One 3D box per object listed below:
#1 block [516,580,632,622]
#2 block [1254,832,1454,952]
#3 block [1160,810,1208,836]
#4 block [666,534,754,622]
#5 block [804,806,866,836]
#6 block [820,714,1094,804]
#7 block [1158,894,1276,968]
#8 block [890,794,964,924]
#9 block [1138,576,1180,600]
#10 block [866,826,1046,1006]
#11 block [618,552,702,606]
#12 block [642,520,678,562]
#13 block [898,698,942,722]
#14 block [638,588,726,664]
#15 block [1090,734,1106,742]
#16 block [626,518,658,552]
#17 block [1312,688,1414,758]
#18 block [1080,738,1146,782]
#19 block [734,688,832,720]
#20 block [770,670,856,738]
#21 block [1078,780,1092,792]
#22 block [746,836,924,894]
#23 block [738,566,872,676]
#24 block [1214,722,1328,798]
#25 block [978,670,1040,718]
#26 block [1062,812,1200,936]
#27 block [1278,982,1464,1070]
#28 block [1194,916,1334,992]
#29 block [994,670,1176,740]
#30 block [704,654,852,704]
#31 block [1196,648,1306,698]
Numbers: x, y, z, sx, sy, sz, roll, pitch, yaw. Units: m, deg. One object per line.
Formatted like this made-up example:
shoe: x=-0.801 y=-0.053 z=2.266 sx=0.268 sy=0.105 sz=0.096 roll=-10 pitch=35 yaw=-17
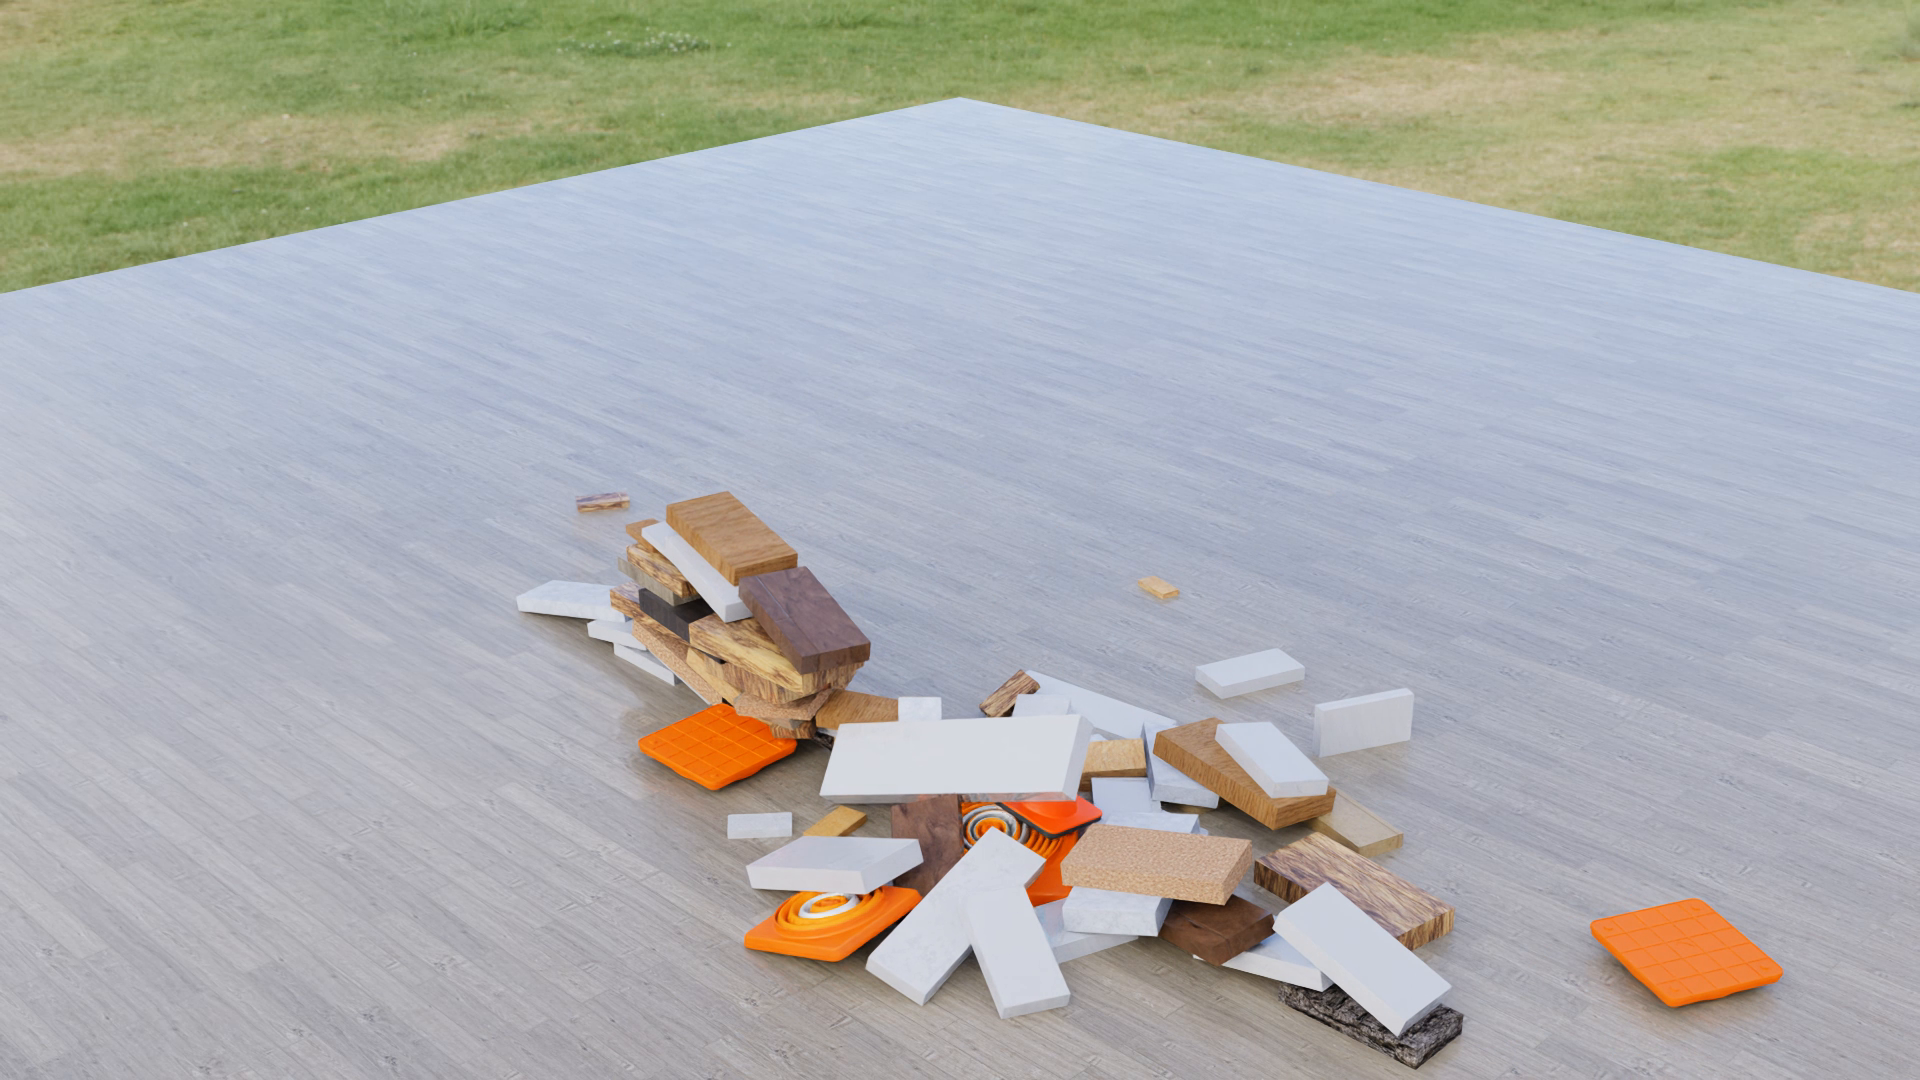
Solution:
block: x=-0.895 y=0.146 z=5.290 sx=0.359 sy=0.036 sz=0.126 roll=4 pitch=21 yaw=36
block: x=0.737 y=0.666 z=4.129 sx=0.172 sy=0.049 sz=0.345 roll=-17 pitch=28 yaw=-34
block: x=0.442 y=0.571 z=4.344 sx=0.101 sy=0.014 sz=0.050 roll=25 pitch=21 yaw=-3
block: x=-0.502 y=0.069 z=4.749 sx=0.154 sy=0.044 sz=0.309 roll=-12 pitch=34 yaw=-28
block: x=-0.248 y=0.573 z=4.388 sx=0.063 sy=0.018 sz=0.127 roll=14 pitch=27 yaw=30
block: x=-0.016 y=0.432 z=4.305 sx=0.614 sy=0.045 sz=0.158 roll=-6 pitch=58 yaw=39
block: x=0.442 y=0.686 z=3.976 sx=0.134 sy=0.038 sz=0.267 roll=-26 pitch=17 yaw=-21
block: x=-0.059 y=0.602 z=4.147 sx=0.132 sy=0.037 sz=0.265 roll=-12 pitch=42 yaw=7
block: x=0.493 y=0.118 z=5.465 sx=0.050 sy=0.014 sz=0.101 roll=-14 pitch=27 yaw=-30
block: x=-0.003 y=0.676 z=3.986 sx=0.123 sy=0.035 sz=0.403 roll=30 pitch=44 yaw=19
block: x=-0.652 y=0.074 z=4.936 sx=0.126 sy=0.036 sz=0.252 roll=-18 pitch=29 yaw=-33
block: x=-0.640 y=0.007 z=4.894 sx=0.070 sy=0.020 sz=0.140 roll=-20 pitch=43 yaw=-36
block: x=-0.081 y=0.417 z=4.465 sx=0.087 sy=0.025 sz=0.210 roll=0 pitch=56 yaw=-2
block: x=-0.543 y=0.165 z=4.828 sx=0.174 sy=0.049 sz=0.347 roll=-18 pitch=29 yaw=-33
block: x=0.312 y=0.455 z=4.617 sx=0.070 sy=0.020 sz=0.140 roll=-7 pitch=31 yaw=-44
block: x=-0.694 y=-0.011 z=4.973 sx=0.070 sy=0.020 sz=0.140 roll=-16 pitch=28 yaw=-30
block: x=0.862 y=0.390 z=4.699 sx=0.222 sy=0.111 sz=0.031 roll=-9 pitch=24 yaw=-19
block: x=0.296 y=0.456 z=4.560 sx=0.175 sy=0.025 sz=0.087 roll=-4 pitch=39 yaw=1
block: x=-0.373 y=0.333 z=4.630 sx=0.191 sy=0.027 sz=0.095 roll=1 pitch=36 yaw=33
block: x=-0.312 y=0.340 z=4.689 sx=0.095 sy=0.027 sz=0.223 roll=-2 pitch=35 yaw=30
block: x=0.270 y=0.483 z=4.597 sx=0.070 sy=0.020 sz=0.140 roll=0 pitch=23 yaw=0
block: x=-0.237 y=0.609 z=4.132 sx=0.315 sy=0.045 sz=0.158 roll=-6 pitch=12 yaw=44
block: x=-0.323 y=0.163 z=4.534 sx=0.154 sy=0.044 sz=0.309 roll=-11 pitch=35 yaw=-27
block: x=0.626 y=0.441 z=4.430 sx=0.123 sy=0.035 sz=0.246 roll=-1 pitch=23 yaw=-22
block: x=0.109 y=0.345 z=4.839 sx=0.127 sy=0.018 sz=0.063 roll=-40 pitch=46 yaw=-15
block: x=0.325 y=0.619 z=4.112 sx=0.172 sy=0.049 sz=0.362 roll=0 pitch=22 yaw=20
block: x=0.709 y=0.809 z=3.803 sx=0.283 sy=0.040 sz=0.141 roll=21 pitch=31 yaw=40
block: x=0.569 y=0.727 z=3.922 sx=0.283 sy=0.040 sz=0.141 roll=6 pitch=21 yaw=44
block: x=0.271 y=0.379 z=4.819 sx=0.398 sy=0.037 sz=0.132 roll=17 pitch=29 yaw=35
block: x=-0.391 y=0.269 z=4.678 sx=0.174 sy=0.049 sz=0.347 roll=-16 pitch=16 yaw=-28
block: x=0.660 y=0.303 z=5.007 sx=0.222 sy=0.031 sz=0.111 roll=-11 pitch=25 yaw=-24
